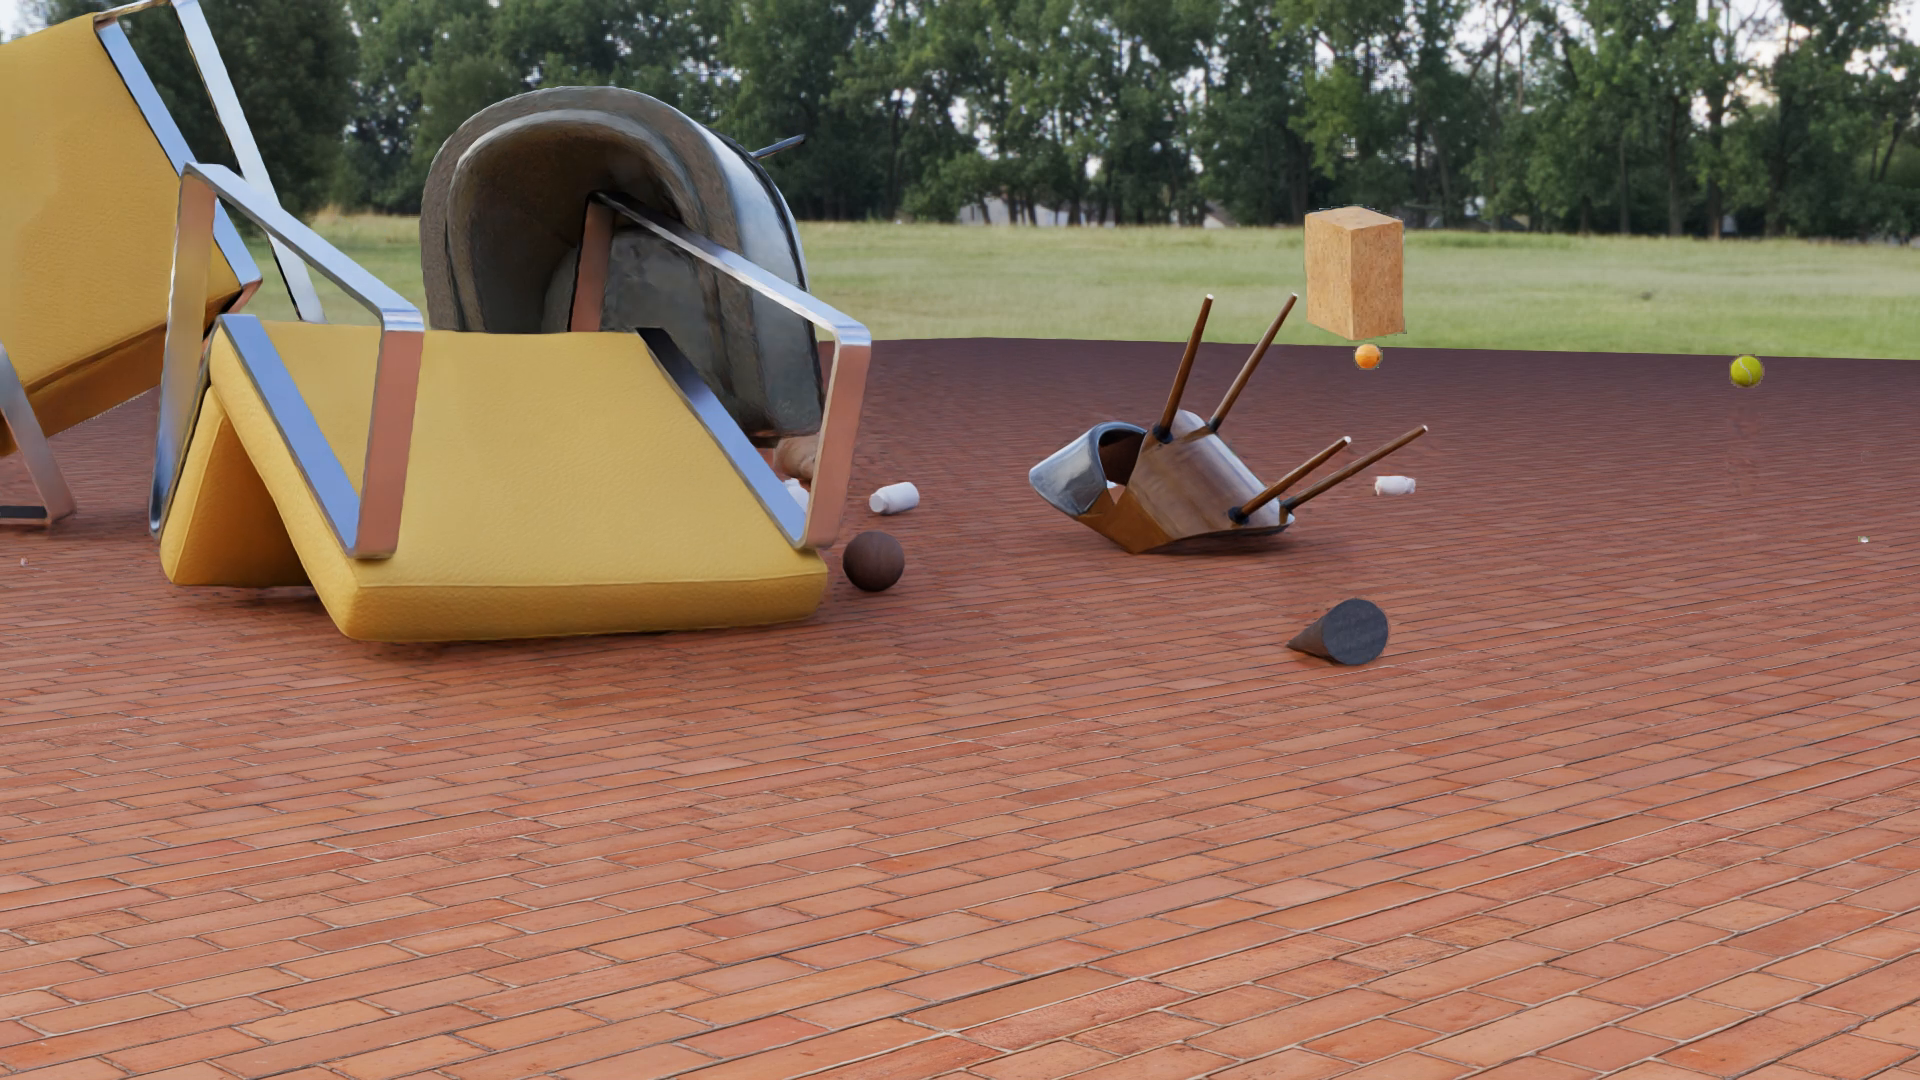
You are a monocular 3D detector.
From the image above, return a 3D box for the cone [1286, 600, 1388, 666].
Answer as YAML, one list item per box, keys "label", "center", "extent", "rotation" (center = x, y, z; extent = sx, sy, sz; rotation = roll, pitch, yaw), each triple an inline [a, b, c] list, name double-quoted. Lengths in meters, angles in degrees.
- label: "cone"
  center: [0.624, 0.173, 4.461]
  extent: [0.131, 0.112, 0.242]
  rotation: [-16, -2, -24]

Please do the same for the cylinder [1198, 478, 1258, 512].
- label: "cylinder"
  center: [0.756, -0.129, 7.231]
  extent: [0.149, 0.079, 0.108]
  rotation: [2, 40, 20]

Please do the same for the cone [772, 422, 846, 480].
- label: "cone"
  center: [-0.463, -0.238, 8.203]
  extent: [0.250, 0.236, 0.144]
  rotation: [15, 34, -34]

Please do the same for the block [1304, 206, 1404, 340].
- label: "block"
  center: [0.870, -0.590, 5.661]
  extent: [0.130, 0.247, 0.201]
  rotation: [-11, 21, -19]

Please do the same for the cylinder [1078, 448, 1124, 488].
- label: "cylinder"
  center: [0.371, -0.190, 6.767]
  extent: [0.094, 0.092, 0.092]
  rotation: [8, 9, -23]

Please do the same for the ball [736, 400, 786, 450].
- label: "ball"
  center: [-0.646, -0.370, 8.298]
  extent: [0.161, 0.161, 0.161]
  rotation: [0, 6, 0]
